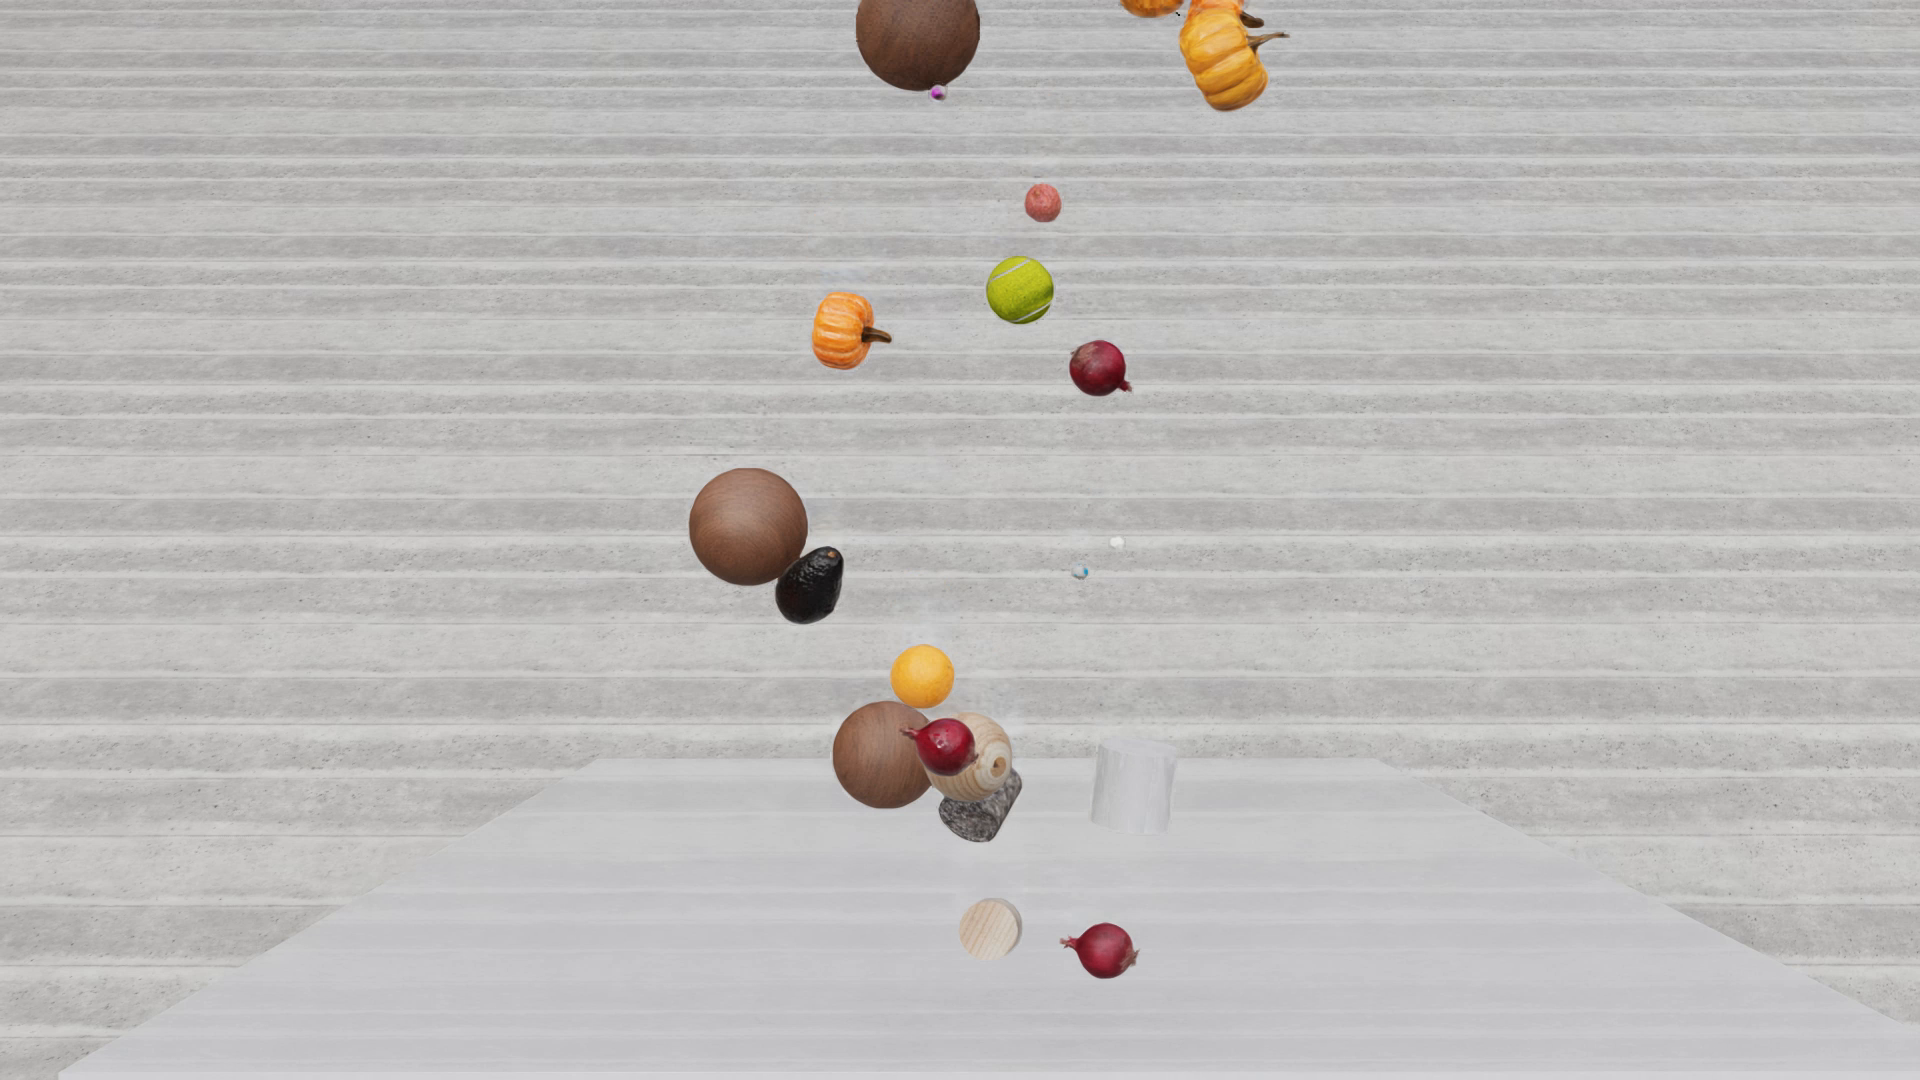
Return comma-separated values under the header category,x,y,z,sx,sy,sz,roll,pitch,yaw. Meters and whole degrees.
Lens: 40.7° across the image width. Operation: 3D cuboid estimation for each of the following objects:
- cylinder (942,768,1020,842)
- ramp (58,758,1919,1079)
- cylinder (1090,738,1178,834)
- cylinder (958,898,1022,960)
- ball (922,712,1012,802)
category,x,y,z,sx,sy,sz,roll,pitch,yaw
cylinder,0.023,0.284,2.855,0.070,0.070,0.070,10,54,16
ramp,0.068,0.606,4.672,2.000,0.100,4.000,0,0,0
cylinder,0.204,0.287,3.037,0.092,0.092,0.092,6,8,-1
cylinder,0.035,0.432,2.877,0.065,0.065,0.065,4,-4,7
ball,0.008,0.231,2.762,0.096,0.096,0.096,0,31,0
